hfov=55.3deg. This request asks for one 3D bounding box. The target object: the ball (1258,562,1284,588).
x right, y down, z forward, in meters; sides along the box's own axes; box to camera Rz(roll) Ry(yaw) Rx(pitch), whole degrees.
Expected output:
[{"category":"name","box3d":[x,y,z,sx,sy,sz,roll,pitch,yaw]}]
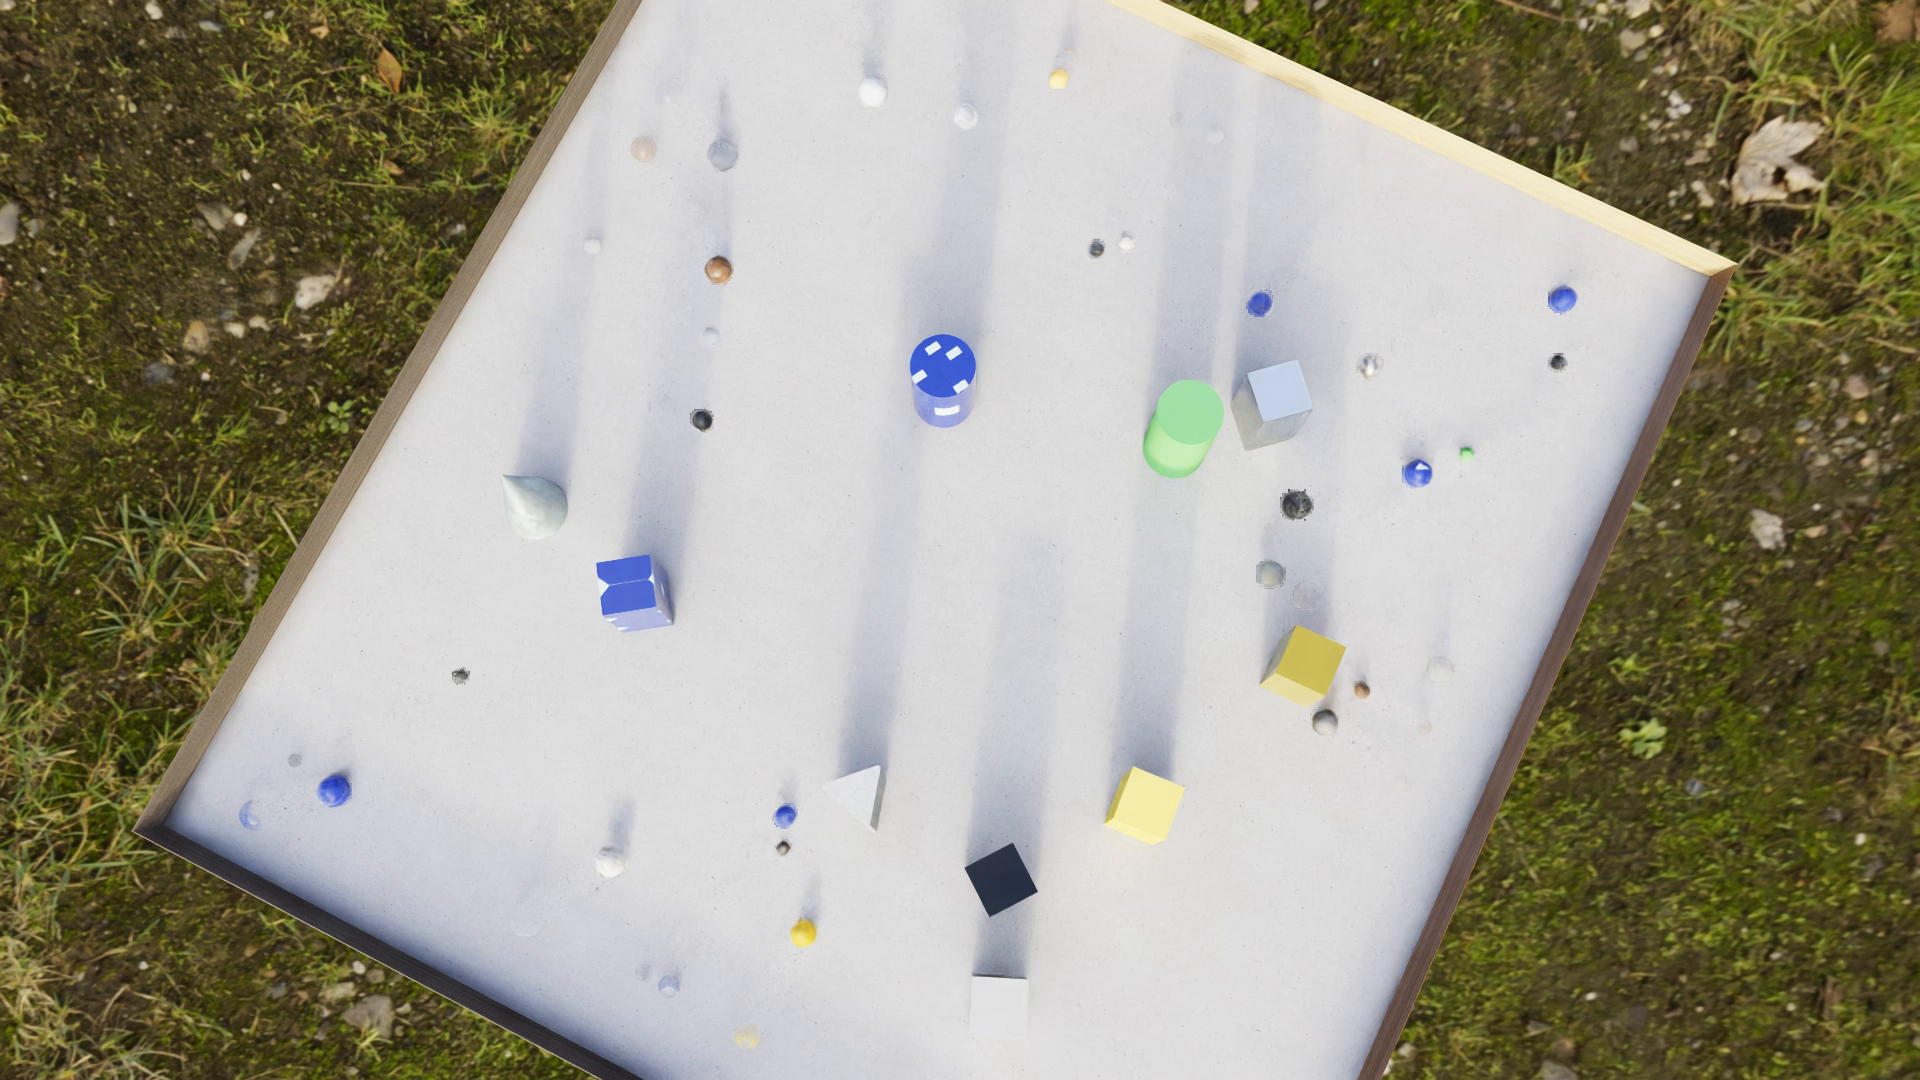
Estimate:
[{"category":"ball","box3d":[0.942,0.104,5.554,0.080,0.080,0.080,0,78,0]}]

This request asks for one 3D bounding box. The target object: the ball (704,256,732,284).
[{"category":"ball","box3d":[-0.758,-0.848,5.749,0.085,0.085,0.085,0,78,0]}]

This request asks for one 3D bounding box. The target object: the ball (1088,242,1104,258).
[{"category":"ball","box3d":[0.431,-0.916,5.781,0.049,0.049,0.049,0,78,0]}]

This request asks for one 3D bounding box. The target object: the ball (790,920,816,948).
[{"category":"ball","box3d":[-0.456,1.148,5.339,0.079,0.079,0.079,0,78,0]}]

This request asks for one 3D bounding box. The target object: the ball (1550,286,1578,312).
[{"category":"ball","box3d":[1.888,-0.753,5.730,0.083,0.083,0.083,0,78,0]}]

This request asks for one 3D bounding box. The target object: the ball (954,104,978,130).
[{"category":"ball","box3d":[0.019,-1.354,5.856,0.080,0.080,0.080,0,78,0]}]

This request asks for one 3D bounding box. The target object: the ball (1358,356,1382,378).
[{"category":"ball","box3d":[1.274,-0.537,5.690,0.073,0.073,0.073,0,78,0]}]

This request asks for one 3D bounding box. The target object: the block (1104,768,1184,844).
[{"category":"block","box3d":[0.527,0.769,5.277,0.155,0.354,0.155,22,79,4]}]

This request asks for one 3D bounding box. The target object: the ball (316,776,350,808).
[{"category":"ball","box3d":[-1.850,0.742,5.415,0.094,0.094,0.094,0,78,0]}]

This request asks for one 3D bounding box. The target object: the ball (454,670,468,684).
[{"category":"ball","box3d":[-1.499,0.410,5.511,0.040,0.040,0.040,0,78,0]}]

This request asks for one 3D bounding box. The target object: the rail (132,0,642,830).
[{"category":"rail","box3d":[-1.555,-0.754,5.707,0.045,0.126,3.702,26,80,5]}]

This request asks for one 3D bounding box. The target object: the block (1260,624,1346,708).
[{"category":"block","box3d":[1.005,0.374,5.388,0.155,0.296,0.155,25,79,5]}]

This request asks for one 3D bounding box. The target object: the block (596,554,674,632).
[{"category":"block","box3d":[-0.957,0.162,5.415,0.155,0.329,0.155,-9,78,-2]}]

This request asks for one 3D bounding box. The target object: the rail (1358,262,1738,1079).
[{"category":"rail","box3d":[1.555,0.768,5.392,0.045,0.126,3.702,26,80,5]}]

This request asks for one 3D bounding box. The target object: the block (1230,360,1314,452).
[{"category":"block","box3d":[0.936,-0.401,5.522,0.155,0.347,0.155,-16,79,-3]}]

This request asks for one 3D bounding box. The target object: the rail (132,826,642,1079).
[{"category":"rail","box3d":[-0.817,1.607,5.219,3.523,0.126,0.045,26,80,5]}]

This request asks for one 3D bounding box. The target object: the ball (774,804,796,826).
[{"category":"ball","box3d":[-0.516,0.814,5.415,0.064,0.064,0.064,0,78,0]}]

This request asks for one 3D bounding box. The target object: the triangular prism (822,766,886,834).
[{"category":"triangular prism","box3d":[-0.269,0.720,5.251,0.168,0.424,0.145,40,81,8]}]

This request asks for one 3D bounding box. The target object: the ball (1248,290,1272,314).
[{"category":"ball","box3d":[0.940,-0.742,5.732,0.075,0.075,0.075,0,78,0]}]

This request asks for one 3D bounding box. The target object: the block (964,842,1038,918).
[{"category":"block","box3d":[0.116,0.983,5.288,0.155,0.246,0.155,-27,80,-5]}]

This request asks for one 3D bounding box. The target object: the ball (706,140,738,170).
[{"category":"ball","box3d":[-0.755,-1.221,5.820,0.097,0.097,0.097,0,78,0]}]

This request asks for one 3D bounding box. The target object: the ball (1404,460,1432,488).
[{"category":"ball","box3d":[1.404,-0.203,5.614,0.087,0.087,0.087,0,78,0]}]

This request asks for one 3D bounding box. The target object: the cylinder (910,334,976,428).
[{"category":"cylinder","box3d":[-0.050,-0.477,5.542,0.194,0.339,0.194,0,78,0]}]

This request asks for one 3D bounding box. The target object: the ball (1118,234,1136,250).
[{"category":"ball","box3d":[0.528,-0.940,5.784,0.052,0.052,0.052,0,78,0]}]

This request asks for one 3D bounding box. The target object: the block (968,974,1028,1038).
[{"category":"block","box3d":[0.107,1.313,5.181,0.155,0.321,0.155,3,78,1]}]

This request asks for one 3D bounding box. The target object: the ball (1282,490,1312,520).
[{"category":"ball","box3d":[1.028,-0.105,5.592,0.091,0.091,0.091,0,78,0]}]

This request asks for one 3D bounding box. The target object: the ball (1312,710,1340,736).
[{"category":"ball","box3d":[1.089,0.545,5.462,0.081,0.081,0.081,0,78,0]}]

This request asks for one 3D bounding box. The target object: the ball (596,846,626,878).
[{"category":"ball","box3d":[-1.024,0.944,5.376,0.088,0.088,0.088,0,78,0]}]

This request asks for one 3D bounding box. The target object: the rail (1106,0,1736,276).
[{"category":"rail","box3d":[0.817,-1.594,5.881,3.523,0.126,0.045,26,80,5]}]

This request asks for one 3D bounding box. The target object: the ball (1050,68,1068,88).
[{"category":"ball","box3d":[0.318,-1.485,5.893,0.060,0.060,0.060,0,78,0]}]

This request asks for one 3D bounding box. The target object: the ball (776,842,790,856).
[{"category":"ball","box3d":[-0.522,0.910,5.408,0.040,0.040,0.040,0,78,0]}]

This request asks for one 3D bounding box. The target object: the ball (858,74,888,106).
[{"category":"ball","box3d":[-0.281,-1.440,5.866,0.095,0.095,0.095,0,78,0]}]

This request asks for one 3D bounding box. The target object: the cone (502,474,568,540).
[{"category":"cone","box3d":[-1.302,-0.141,5.417,0.194,0.448,0.194,0,78,0]}]

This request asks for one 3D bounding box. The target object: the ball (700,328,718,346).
[{"category":"ball","box3d":[-0.783,-0.634,5.720,0.055,0.055,0.055,0,78,0]}]

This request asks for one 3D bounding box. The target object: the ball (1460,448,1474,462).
[{"category":"ball","box3d":[1.562,-0.262,5.648,0.044,0.044,0.044,0,78,0]}]

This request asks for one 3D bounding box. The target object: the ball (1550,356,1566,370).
[{"category":"ball","box3d":[1.862,-0.551,5.707,0.047,0.047,0.047,0,78,0]}]

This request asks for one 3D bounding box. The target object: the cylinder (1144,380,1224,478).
[{"category":"cylinder","box3d":[0.663,-0.326,5.474,0.194,0.411,0.194,0,78,0]}]

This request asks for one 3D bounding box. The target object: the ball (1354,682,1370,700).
[{"category":"ball","box3d":[1.206,0.453,5.497,0.050,0.050,0.050,0,78,0]}]

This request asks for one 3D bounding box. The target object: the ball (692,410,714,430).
[{"category":"ball","box3d":[-0.795,-0.369,5.660,0.064,0.064,0.064,0,78,0]}]
